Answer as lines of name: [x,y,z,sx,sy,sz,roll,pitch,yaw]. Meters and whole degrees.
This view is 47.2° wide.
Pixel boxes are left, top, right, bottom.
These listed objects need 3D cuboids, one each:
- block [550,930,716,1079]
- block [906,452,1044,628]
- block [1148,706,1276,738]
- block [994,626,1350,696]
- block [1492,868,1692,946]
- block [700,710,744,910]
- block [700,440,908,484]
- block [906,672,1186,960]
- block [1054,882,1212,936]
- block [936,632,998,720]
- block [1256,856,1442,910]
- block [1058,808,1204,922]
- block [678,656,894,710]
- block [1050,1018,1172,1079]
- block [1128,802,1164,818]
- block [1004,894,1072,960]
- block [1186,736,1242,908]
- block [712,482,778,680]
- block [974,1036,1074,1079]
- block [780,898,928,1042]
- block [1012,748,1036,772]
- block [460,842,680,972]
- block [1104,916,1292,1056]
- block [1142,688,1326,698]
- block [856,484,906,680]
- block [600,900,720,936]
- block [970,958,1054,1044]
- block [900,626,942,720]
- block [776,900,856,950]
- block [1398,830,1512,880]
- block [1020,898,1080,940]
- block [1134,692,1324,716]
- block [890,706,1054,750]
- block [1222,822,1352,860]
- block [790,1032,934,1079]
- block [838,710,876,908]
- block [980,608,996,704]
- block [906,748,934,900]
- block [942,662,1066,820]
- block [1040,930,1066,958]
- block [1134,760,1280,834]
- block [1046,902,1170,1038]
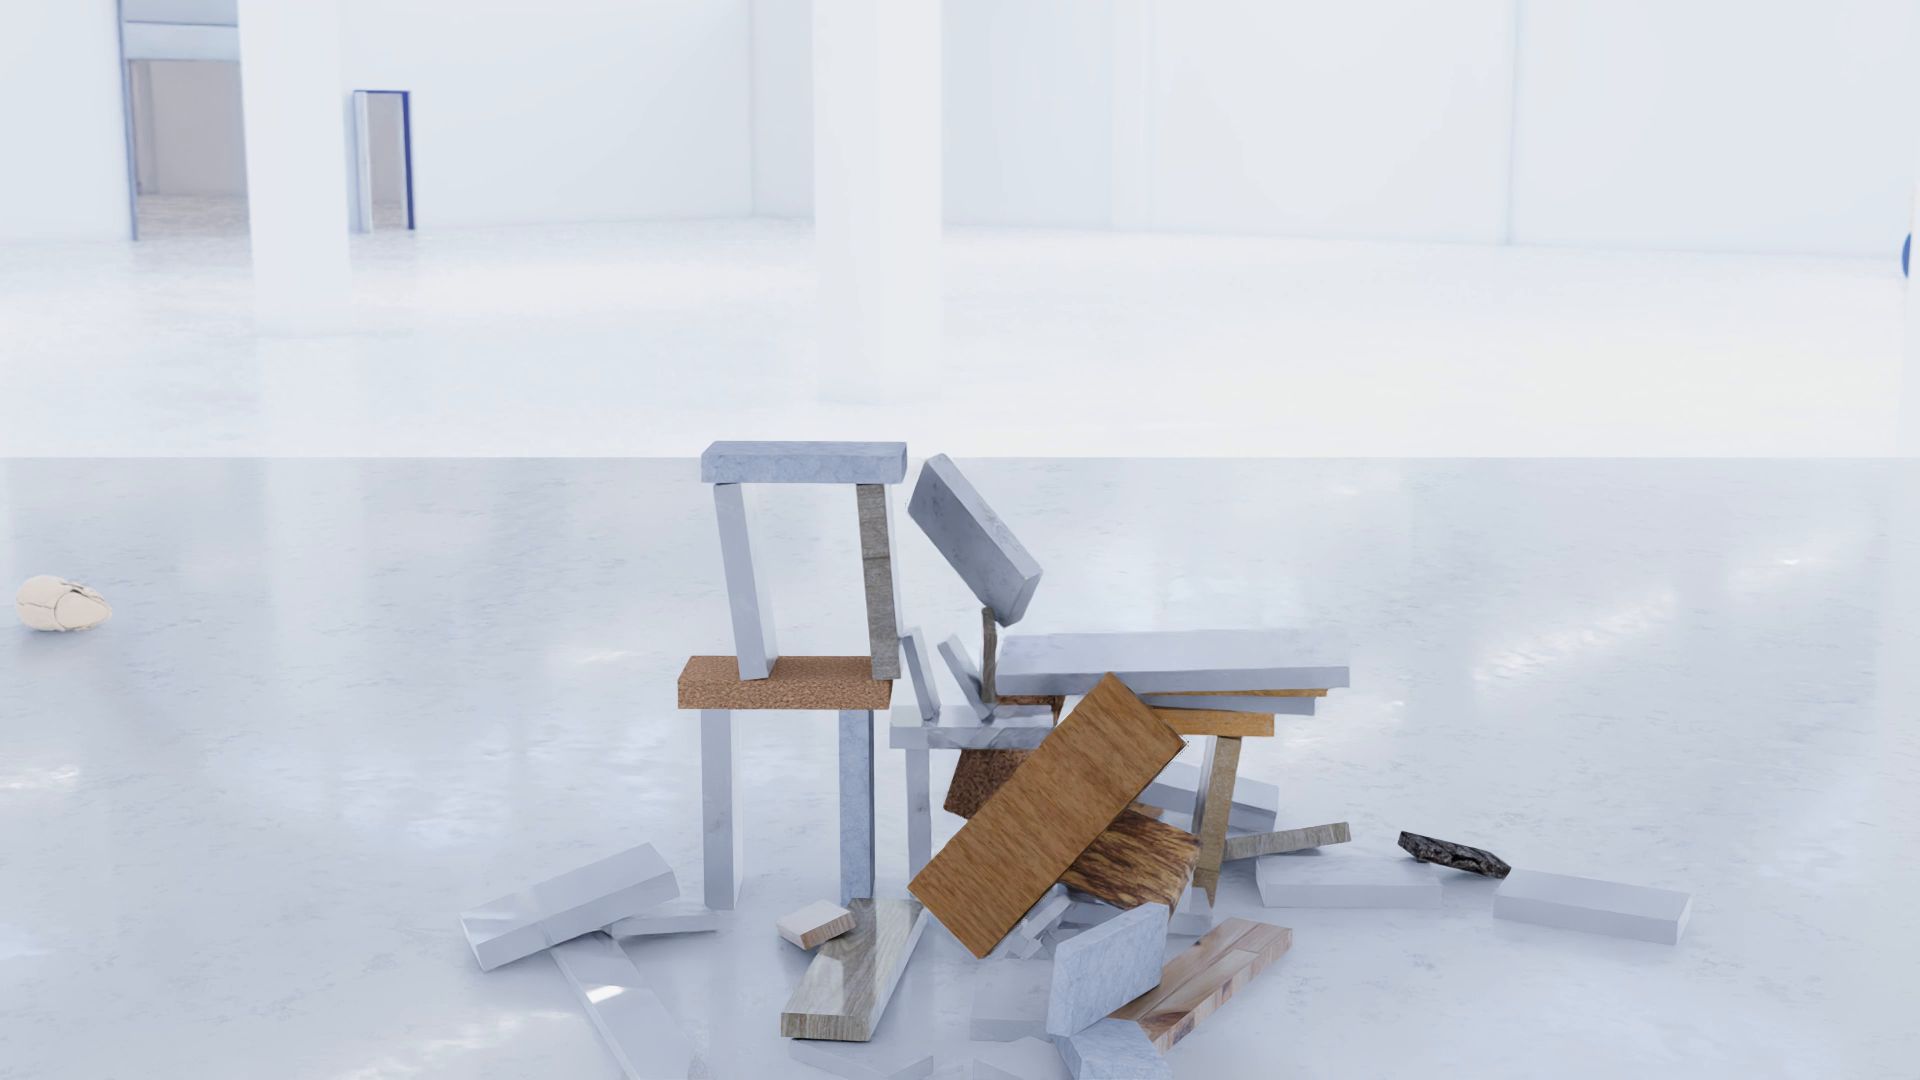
block: [-0.391,0.712,2.942,0.091,0.026,1.049,-4,11,-22]
block: [0.022,0.001,3.570,0.038,0.135,0.271,-25,63,-32]
block: [0.375,0.282,3.629,0.287,0.041,0.144,1,11,9]
block: [0.339,0.193,3.502,0.553,0.038,0.135,-2,25,10]
block: [1.021,0.591,3.553,0.286,0.041,0.143,5,12,26]
block: [-0.393,0.423,3.643,0.048,0.338,0.169,0,11,0]
block: [-0.247,-0.126,3.533,0.317,0.045,0.158,0,11,2]
block: [0.133,0.422,3.368,0.158,0.453,0.045,43,2,12]
block: [0.276,0.584,3.525,0.244,0.035,0.122,6,13,-1]
block: [0.012,0.223,3.614,0.020,0.141,0.071,-29,4,15]
block: [0.645,0.570,3.665,0.286,0.041,0.143,0,11,1]
block: [0.223,0.490,3.485,0.292,0.146,0.041,19,-17,26]
block: [-0.282,0.233,3.607,0.338,0.048,0.169,0,11,1]
block: [0.193,0.665,2.856,0.115,0.033,0.230,8,2,-7]
block: [0.253,0.506,4.008,0.146,0.041,0.292,5,12,25]
block: [0.116,0.603,3.360,0.021,0.074,0.148,35,29,16]
block: [0.417,0.447,3.644,0.041,0.287,0.144,8,11,1]
block: [-0.346,0.053,3.566,0.045,0.317,0.158,-7,10,3]
block: [0.129,0.698,2.839,0.106,0.030,0.212,-10,15,-44]
block: [-0.149,0.630,3.274,0.122,0.035,0.548,1,7,7]
block: [0.109,0.457,3.654,0.038,0.266,0.133,-1,11,2]
block: [-0.610,0.569,3.434,0.317,0.045,0.158,-19,15,-18]
block: [0.227,0.691,3.041,0.106,0.030,0.970,6,12,30]
block: [0.448,0.201,3.568,0.292,0.041,0.146,0,23,10]
block: [-0.127,0.054,3.565,0.045,0.317,0.158,-4,10,2]
block: [-0.482,0.597,3.478,0.182,0.026,0.091,3,4,-31]
block: [0.080,0.664,3.182,0.115,0.033,0.230,1,11,4]
block: [-0.064,0.217,3.616,0.020,0.141,0.071,-13,8,12]
block: [-0.225,0.595,3.408,0.086,0.024,0.172,-22,4,-17]
block: [0.843,0.538,3.750,0.172,0.024,0.086,15,7,-15]
block: [0.138,0.608,3.516,0.074,0.021,0.148,-2,11,-10]
block: [0.437,0.242,3.618,0.310,0.041,0.143,3,11,16]
block: [0.019,0.308,3.623,0.266,0.038,0.133,0,11,0]
block: [0.541,0.525,3.816,0.244,0.035,0.122,-5,-9,-23]
block: [-0.134,0.702,2.993,0.182,0.026,0.091,9,14,40]
block: [-0.170,0.423,3.641,0.048,0.338,0.169,0,11,1]
block: [0.045,0.188,3.564,0.020,0.141,0.071,-1,34,-3]
block: [-0.066,0.458,3.649,0.038,0.266,0.133,-1,11,0]
block: [0.077,0.358,3.767,0.135,0.271,0.038,21,6,26]
block: [0.176,0.632,3.290,0.074,0.021,0.148,29,2,-17]
block: [0.428,0.462,4.065,0.317,0.045,0.158,13,12,7]
block: [0.208,0.585,3.021,0.033,0.115,0.399,8,2,22]
